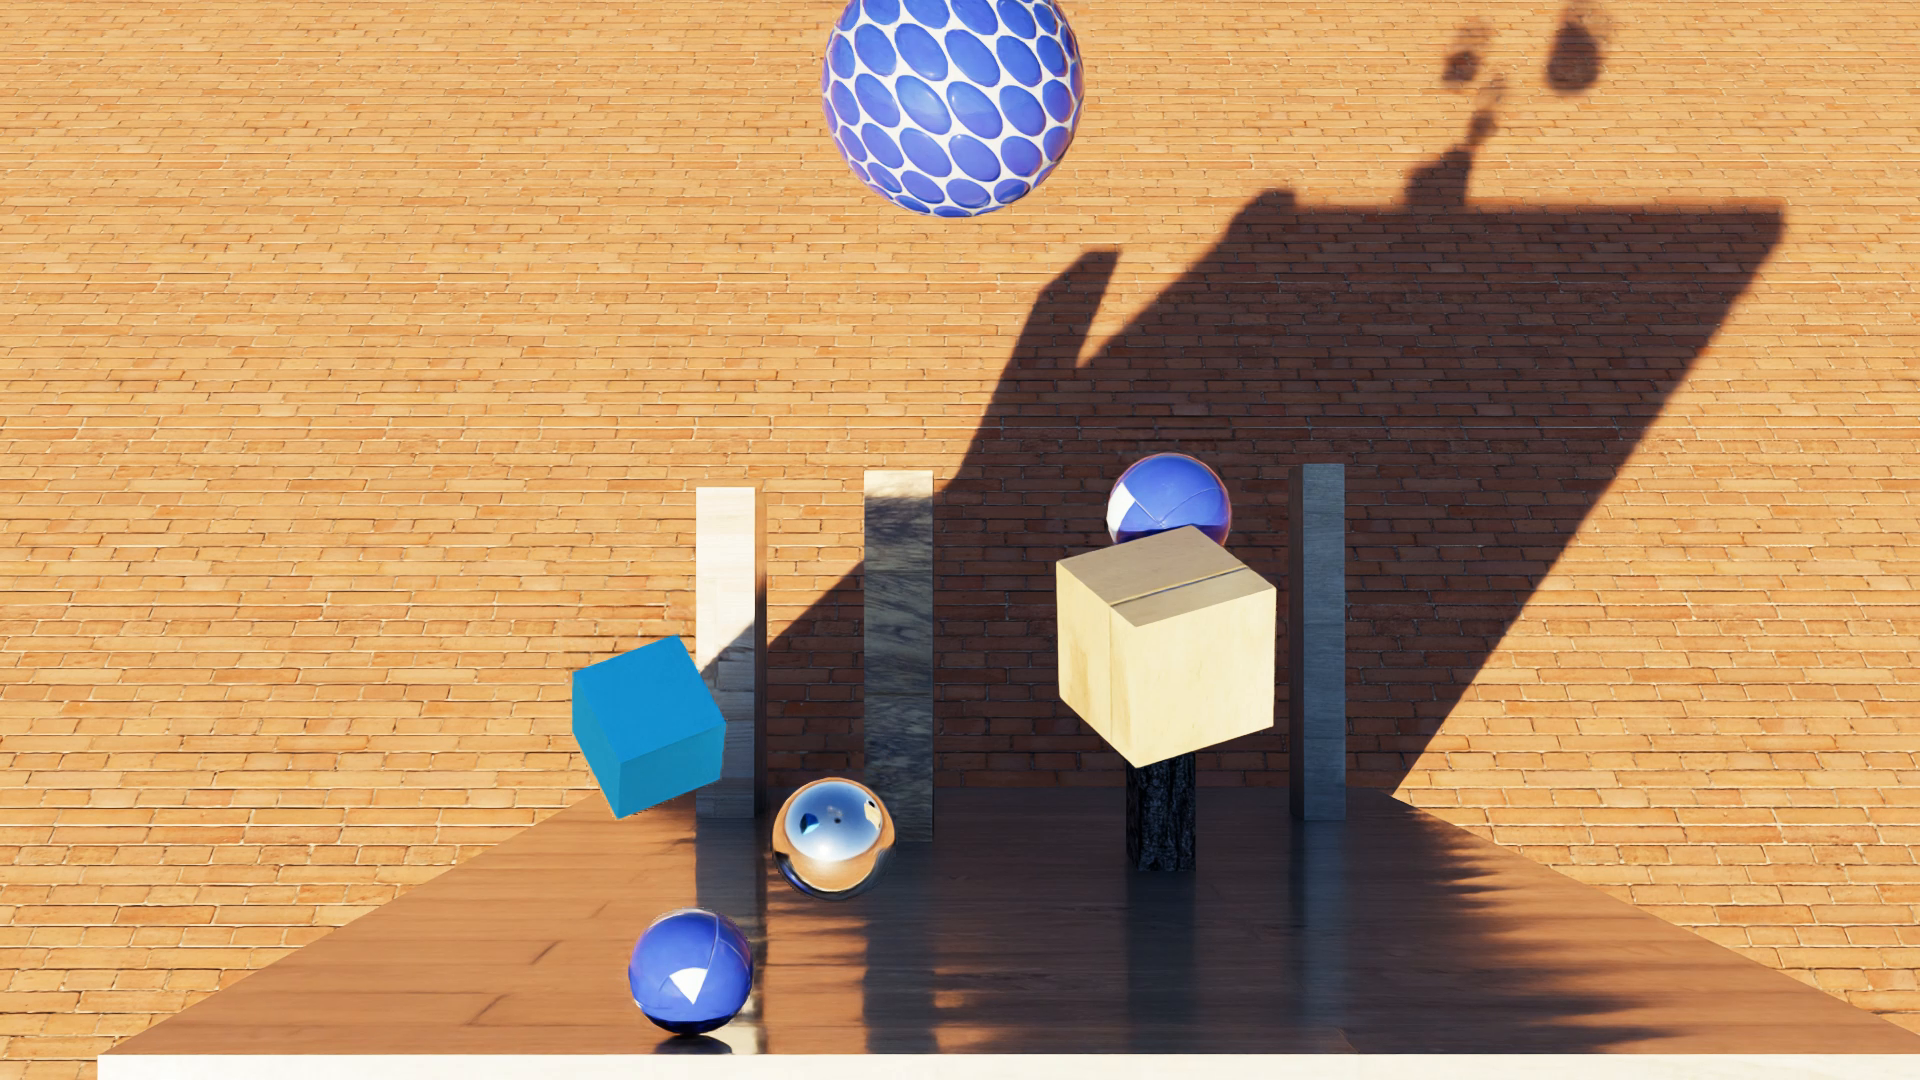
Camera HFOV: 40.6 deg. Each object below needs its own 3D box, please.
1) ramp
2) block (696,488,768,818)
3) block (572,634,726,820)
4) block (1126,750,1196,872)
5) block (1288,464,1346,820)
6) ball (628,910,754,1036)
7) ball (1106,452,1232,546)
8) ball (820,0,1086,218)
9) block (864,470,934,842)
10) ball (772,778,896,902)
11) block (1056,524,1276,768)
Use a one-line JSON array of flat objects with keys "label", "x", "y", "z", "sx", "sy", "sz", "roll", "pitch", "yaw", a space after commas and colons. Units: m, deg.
[{"label": "ramp", "x": 0.075, "y": 0.649, "z": 4.782, "sx": 2.000, "sy": 0.100, "sz": 4.000, "roll": 0, "pitch": -1, "yaw": 0}, {"label": "block", "x": -0.528, "y": 0.257, "z": 6.030, "sx": 0.130, "sy": 0.743, "sz": 0.382, "roll": 0, "pitch": -1, "yaw": 0}, {"label": "block", "x": -0.314, "y": 0.187, "z": 2.605, "sx": 0.113, "sy": 0.113, "sz": 0.113, "roll": -20, "pitch": 61, "yaw": -22}, {"label": "block", "x": 0.373, "y": 0.243, "z": 4.857, "sx": 0.102, "sy": 0.716, "sz": 0.347, "roll": 0, "pitch": -1, "yaw": 0}, {"label": "block", "x": 0.811, "y": 0.229, "z": 5.904, "sx": 0.092, "sy": 0.793, "sz": 0.258, "roll": 0, "pitch": -1, "yaw": 0}, {"label": "ball", "x": -0.302, "y": 0.485, "z": 2.915, "sx": 0.140, "sy": 0.140, "sz": 0.140, "roll": 0, "pitch": 34, "yaw": 0}, {"label": "ball", "x": 0.238, "y": -0.029, "z": 2.956, "sx": 0.142, "sy": 0.142, "sz": 0.142, "roll": 0, "pitch": 34, "yaw": 0}, {"label": "ball", "x": -0.005, "y": -0.347, "z": 1.981, "sx": 0.202, "sy": 0.202, "sz": 0.202, "roll": 0, "pitch": 34, "yaw": 0}, {"label": "block", "x": -0.125, "y": 0.239, "z": 5.422, "sx": 0.139, "sy": 0.751, "sz": 0.325, "roll": 0, "pitch": -1, "yaw": 0}, {"label": "ball", "x": -0.134, "y": 0.320, "z": 2.773, "sx": 0.132, "sy": 0.132, "sz": 0.132, "roll": 0, "pitch": 34, "yaw": 0}, {"label": "block", "x": 0.223, "y": 0.113, "z": 2.822, "sx": 0.171, "sy": 0.171, "sz": 0.171, "roll": -15, "pitch": 30, "yaw": -22}]
